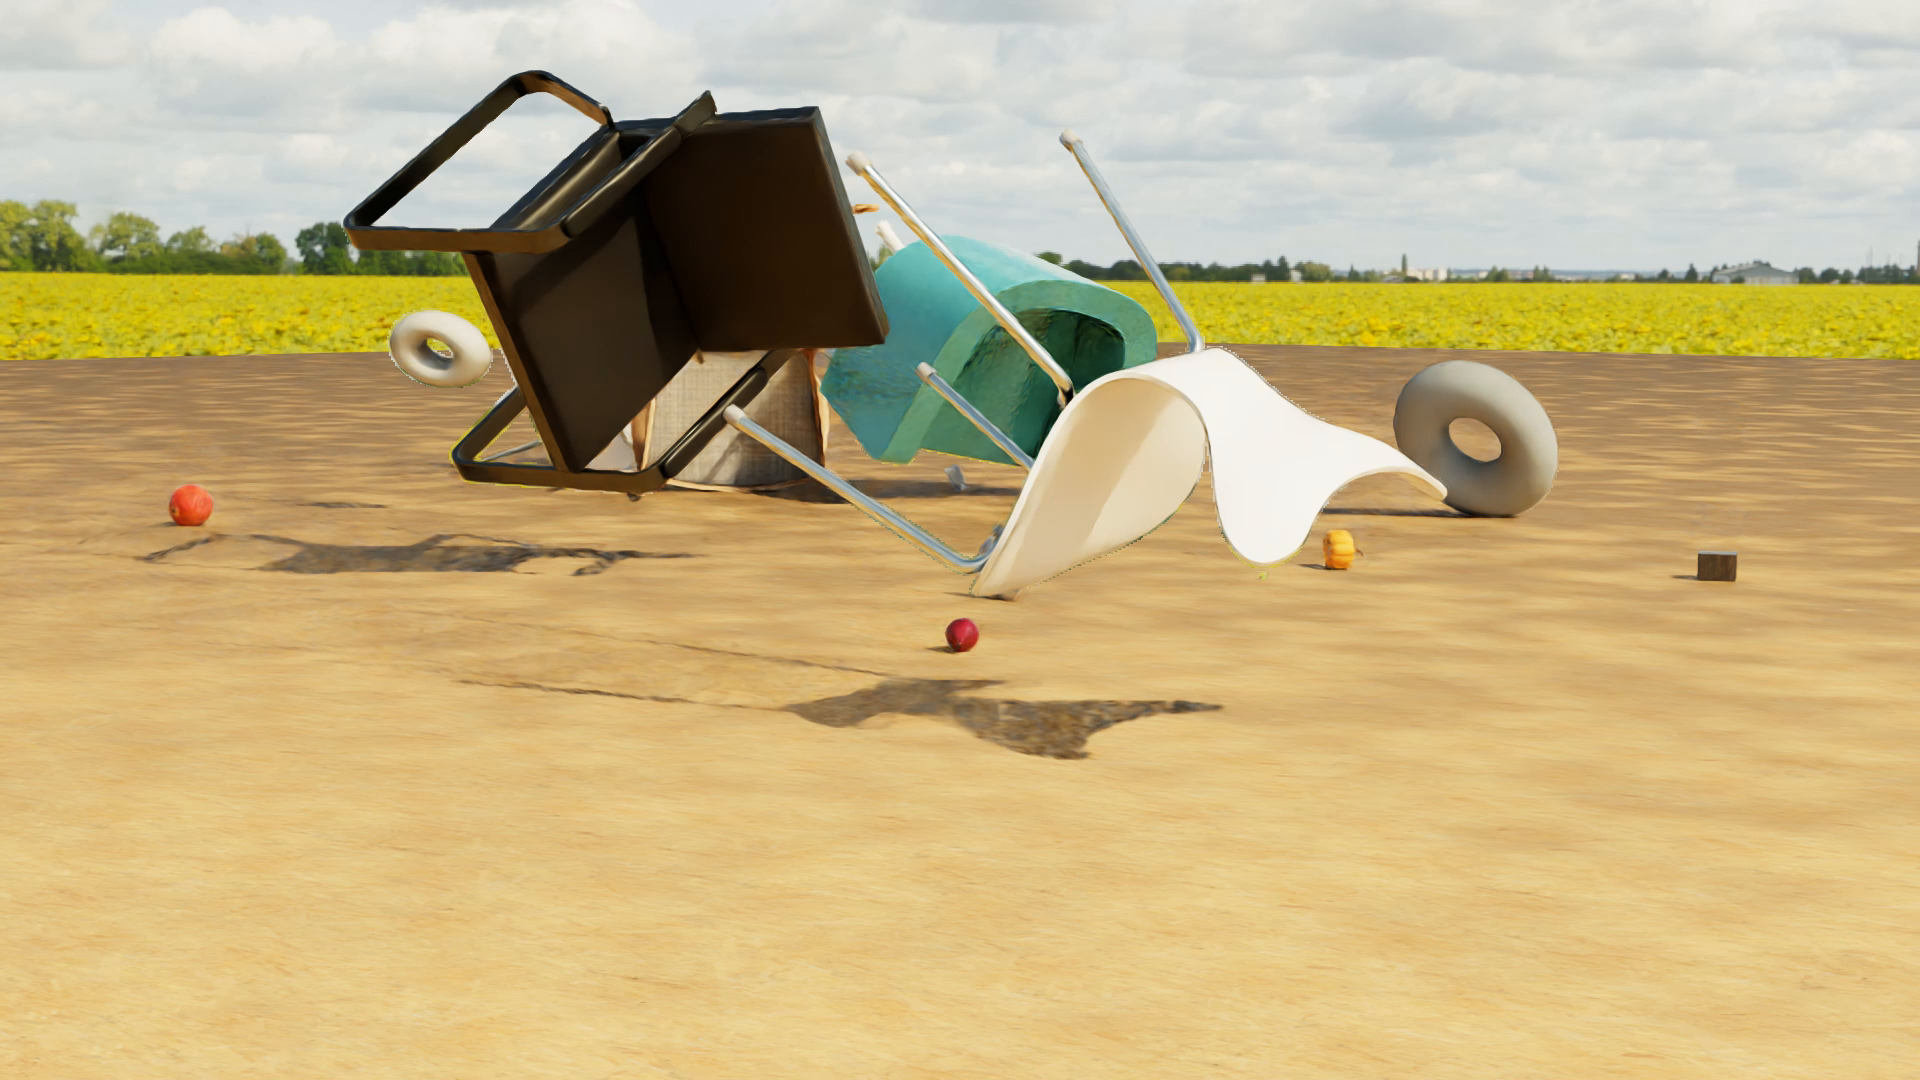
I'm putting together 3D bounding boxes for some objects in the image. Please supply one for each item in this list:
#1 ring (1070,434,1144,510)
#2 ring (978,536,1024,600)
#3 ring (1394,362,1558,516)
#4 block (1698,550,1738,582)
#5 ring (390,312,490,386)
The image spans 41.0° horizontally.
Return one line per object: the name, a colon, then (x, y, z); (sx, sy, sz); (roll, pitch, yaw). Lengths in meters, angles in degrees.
ring: (0.416, -0.191, 7.260); (0.198, 0.221, 0.161); (-30, -2, 20)
ring: (0.084, 0.058, 5.244); (0.028, 0.120, 0.149); (-1, 41, -39)
ring: (1.402, -0.273, 6.981); (0.405, 0.484, 0.165); (-42, 5, 36)
block: (1.647, 0.057, 5.578); (0.079, 0.058, 0.075); (2, 6, 19)
ring: (-1.426, -0.525, 7.038); (0.281, 0.201, 0.130); (16, 24, 7)
